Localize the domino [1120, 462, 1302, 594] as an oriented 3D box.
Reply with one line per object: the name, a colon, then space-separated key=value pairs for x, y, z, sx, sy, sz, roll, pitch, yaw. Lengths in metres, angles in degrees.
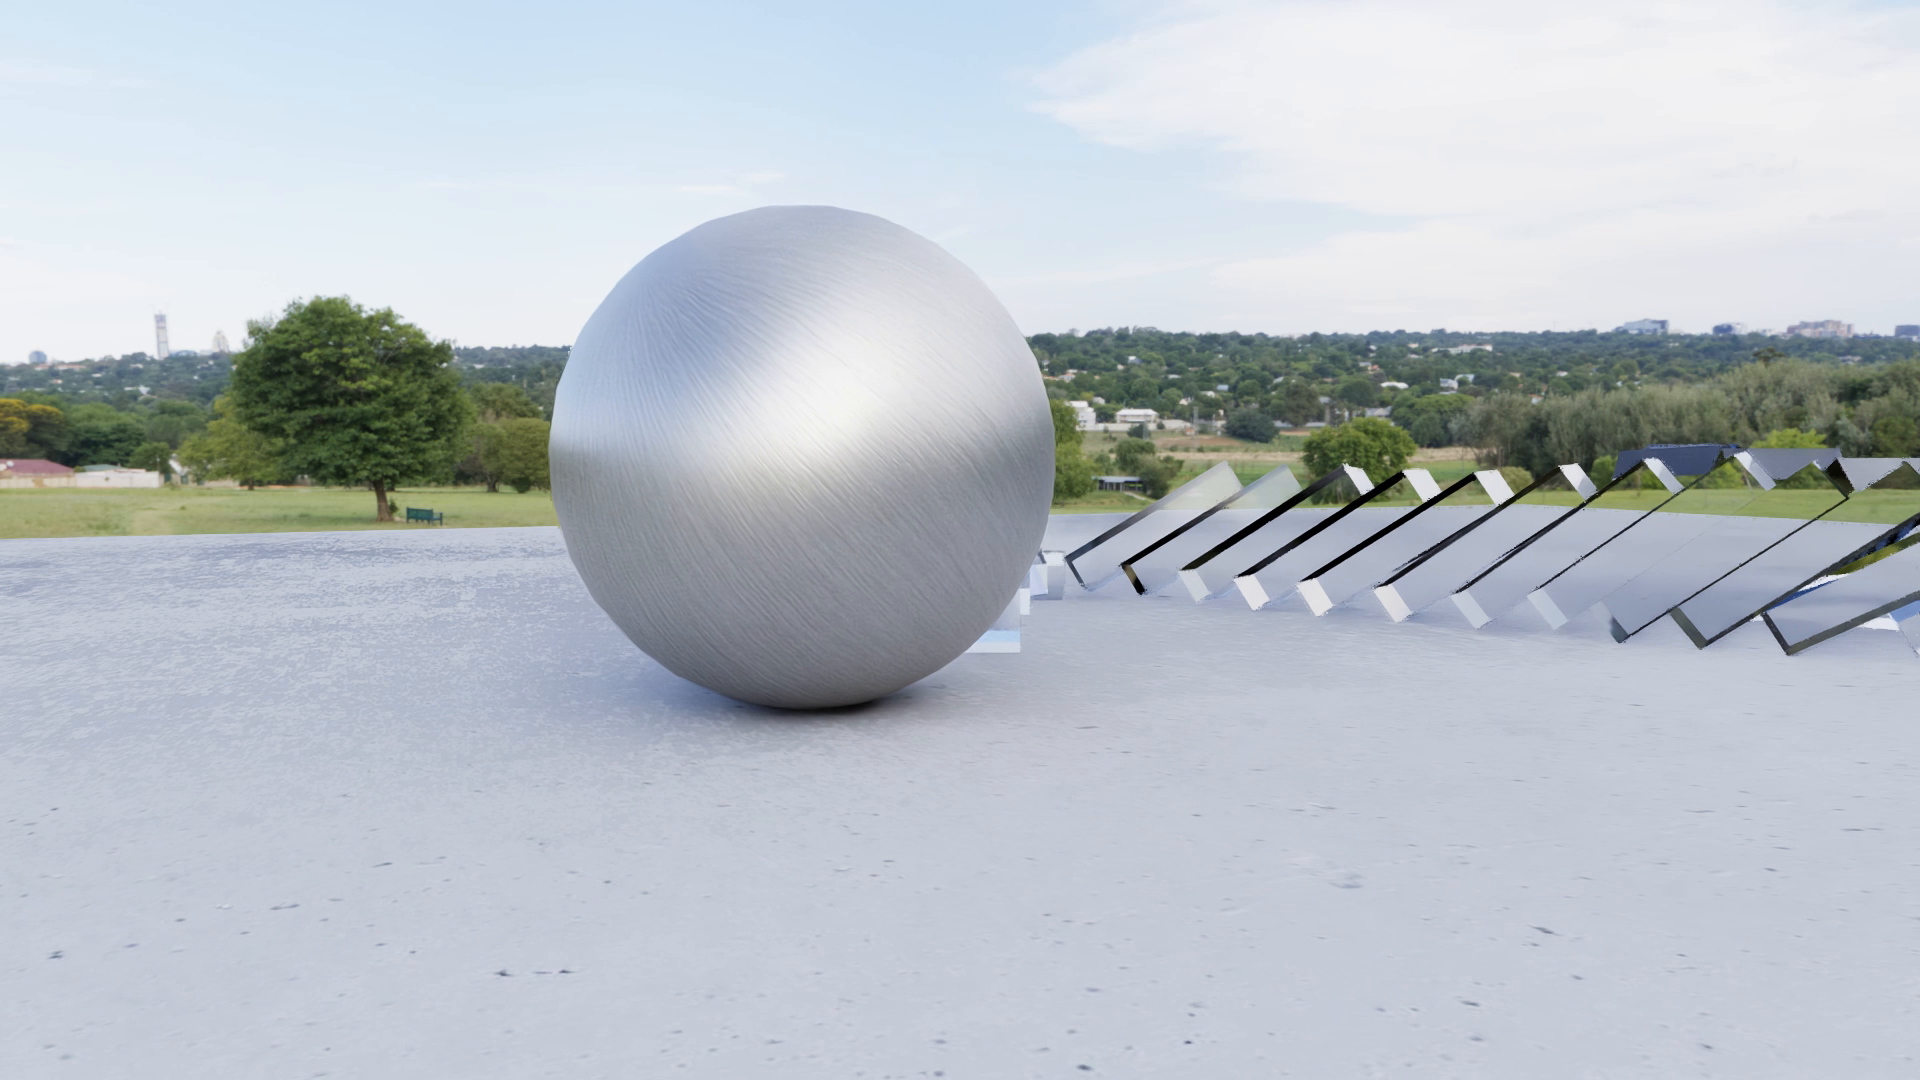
domino: x=0.069 y=-0.002 z=0.346 sx=0.050 sy=0.010 sz=0.025 roll=-33 pitch=-11 yaw=14

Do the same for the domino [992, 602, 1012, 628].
domino: x=0.000 y=-0.003 z=0.306 sx=0.025 sy=0.050 sz=0.010 roll=0 pitch=-32 yaw=2

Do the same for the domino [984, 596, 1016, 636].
domino: x=0.000 y=-0.003 z=0.295 sx=0.025 sy=0.050 sz=0.009 roll=0 pitch=-32 yaw=2

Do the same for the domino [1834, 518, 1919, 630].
domino: x=0.208 y=0.000 z=0.275 sx=0.025 sy=0.009 sz=0.050 roll=5 pitch=-41 yaw=-13

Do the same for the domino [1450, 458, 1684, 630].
domino: x=0.139 y=0.001 z=0.293 sx=0.050 sy=0.010 sz=0.025 roll=-43 pitch=-20 yaw=30

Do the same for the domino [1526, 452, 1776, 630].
domino: x=0.152 y=0.000 z=0.282 sx=0.050 sy=0.009 sz=0.025 roll=-44 pitch=-21 yaw=31

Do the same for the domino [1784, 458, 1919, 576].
domino: x=0.256 y=-0.003 z=0.353 sx=0.025 sy=0.010 sz=0.050 roll=-2 pitch=41 yaw=-49

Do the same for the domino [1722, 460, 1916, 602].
domino: x=0.242 y=-0.004 z=0.362 sx=0.050 sy=0.009 sz=0.025 roll=45 pitch=27 yaw=25

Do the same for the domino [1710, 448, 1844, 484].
domino: x=0.190 y=-0.001 z=0.310 sx=0.025 sy=0.009 sz=0.050 roll=1 pitch=-40 yaw=7

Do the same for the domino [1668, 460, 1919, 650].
domino: x=0.173 y=0.003 z=0.264 sx=0.050 sy=0.009 sz=0.025 roll=-43 pitch=-20 yaw=29

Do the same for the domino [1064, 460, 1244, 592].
domino: x=0.054 y=-0.003 z=0.353 sx=0.050 sy=0.010 sz=0.025 roll=-32 pitch=-11 yaw=8

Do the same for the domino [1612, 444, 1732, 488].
domino: x=0.190 y=-0.003 z=0.331 sx=0.025 sy=0.009 sz=0.050 roll=-2 pitch=-40 yaw=45

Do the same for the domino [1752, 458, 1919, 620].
domino: x=0.198 y=0.001 z=0.293 sx=0.025 sy=0.009 sz=0.050 roll=0 pitch=-36 yaw=-5

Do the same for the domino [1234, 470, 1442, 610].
domino: x=0.096 y=0.000 z=0.325 sx=0.050 sy=0.009 sz=0.025 roll=-37 pitch=-17 yaw=29

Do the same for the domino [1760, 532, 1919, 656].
domino: x=0.188 y=0.006 z=0.256 sx=0.050 sy=0.010 sz=0.025 roll=-35 pitch=-16 yaw=31

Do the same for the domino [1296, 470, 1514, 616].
domino: x=0.110 y=0.001 z=0.315 sx=0.050 sy=0.009 sz=0.025 roll=-38 pitch=-17 yaw=30

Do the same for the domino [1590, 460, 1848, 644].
domino: x=0.161 y=0.003 z=0.273 sx=0.050 sy=0.009 sz=0.025 roll=-43 pitch=-20 yaw=29

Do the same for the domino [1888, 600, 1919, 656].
domino: x=0.207 y=0.006 z=0.246 sx=0.050 sy=0.009 sz=0.025 roll=-34 pitch=-10 yaw=29

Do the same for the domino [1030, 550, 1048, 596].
domino: x=0.006 y=-0.002 z=0.355 sx=0.025 sy=0.010 sz=0.050 roll=-8 pitch=34 yaw=-7

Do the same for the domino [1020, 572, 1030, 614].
domino: x=0.006 y=-0.002 z=0.335 sx=0.025 sy=0.010 sz=0.050 roll=0 pitch=43 yaw=2

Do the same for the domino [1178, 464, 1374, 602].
domino: x=0.084 y=-0.001 z=0.335 sx=0.050 sy=0.010 sz=0.025 roll=-36 pitch=-16 yaw=24

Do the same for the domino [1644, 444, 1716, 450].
domino: x=0.206 y=-0.005 z=0.346 sx=0.010 sy=0.050 sz=0.025 roll=-46 pitch=15 yaw=-9

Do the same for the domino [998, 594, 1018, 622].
domino: x=0.002 y=-0.004 z=0.318 sx=0.025 sy=0.050 sz=0.010 roll=0 pitch=-32 yaw=2

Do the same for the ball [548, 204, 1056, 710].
ball: x=-0.025 y=-0.013 z=0.207 sx=0.080 sy=0.080 sz=0.080 roll=0 pitch=4 yaw=0

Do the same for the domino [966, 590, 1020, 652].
domino: x=0.000 y=-0.001 z=0.271 sx=0.025 sy=0.050 sz=0.009 roll=0 pitch=-32 yaw=2

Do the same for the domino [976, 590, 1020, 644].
domino: x=0.001 y=-0.002 z=0.283 sx=0.025 sy=0.050 sz=0.009 roll=0 pitch=-32 yaw=2

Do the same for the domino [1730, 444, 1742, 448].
domino: x=0.220 y=-0.005 z=0.355 sx=0.009 sy=0.050 sz=0.025 roll=-45 pitch=5 yaw=0

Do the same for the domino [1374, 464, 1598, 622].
domino: x=0.125 y=0.001 z=0.304 sx=0.050 sy=0.010 sz=0.025 roll=-41 pitch=-19 yaw=30

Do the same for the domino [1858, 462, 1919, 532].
domino: x=0.267 y=-0.002 z=0.339 sx=0.025 sy=0.010 sz=0.050 roll=-4 pitch=43 yaw=-42

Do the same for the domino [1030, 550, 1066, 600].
domino: x=0.018 y=0.010 z=0.375 sx=0.025 sy=0.010 sz=0.050 roll=0 pitch=4 yaw=5
